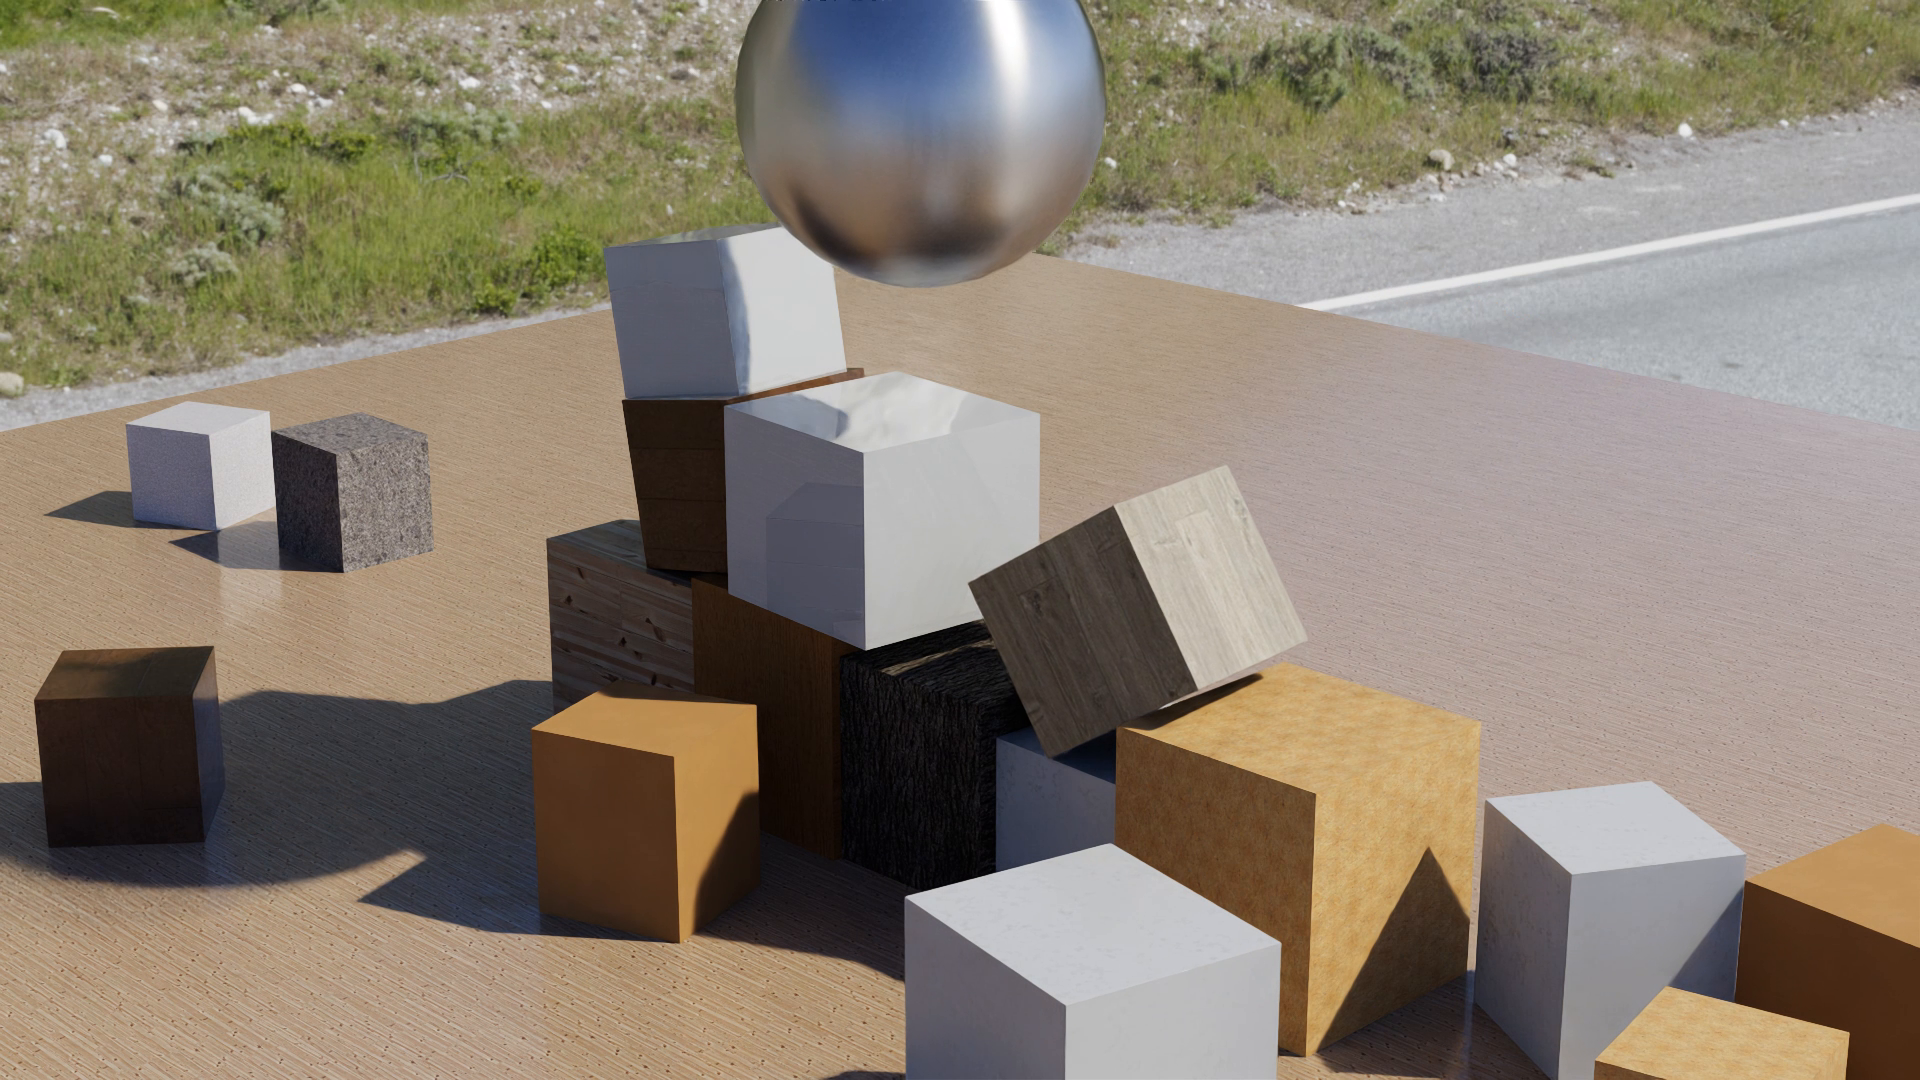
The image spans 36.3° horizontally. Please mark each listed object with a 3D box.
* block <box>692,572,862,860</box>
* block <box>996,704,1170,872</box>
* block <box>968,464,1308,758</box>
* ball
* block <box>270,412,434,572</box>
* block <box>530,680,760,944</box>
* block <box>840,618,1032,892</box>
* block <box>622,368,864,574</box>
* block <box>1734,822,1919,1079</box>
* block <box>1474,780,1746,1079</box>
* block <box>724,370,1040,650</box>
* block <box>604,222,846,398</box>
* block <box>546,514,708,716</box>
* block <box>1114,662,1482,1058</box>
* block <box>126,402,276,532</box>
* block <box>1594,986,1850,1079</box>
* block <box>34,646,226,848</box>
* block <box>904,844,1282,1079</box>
[{"bbox_3d":[-0.529,0.713,14.147,1.134,1.156,0.980,-17,24,-42],"label":"block"},{"bbox_3d":[0.738,1.255,12.975,0.872,0.825,0.763,-15,23,-40],"label":"block"},{"bbox_3d":[0.764,0.307,12.609,0.921,0.831,0.817,-29,-6,42],"label":"block"},{"bbox_3d":[-0.169,-1.884,12.572,1.600,1.600,1.600,0,17,0],"label":"ball"},{"bbox_3d":[-3.741,-0.302,18.061,0.649,0.746,0.735,-16,24,-41],"label":"block"},{"bbox_3d":[-1.391,1.197,13.079,0.733,0.874,0.698,8,19,25],"label":"block"},{"bbox_3d":[0.121,0.997,13.515,0.986,0.994,0.908,-17,24,-42],"label":"block"},{"bbox_3d":[-1.000,-0.350,14.287,0.874,0.834,0.797,-17,13,-42],"label":"block"},{"bbox_3d":[3.712,1.729,11.521,0.912,0.792,0.913,-14,22,-37],"label":"block"},{"bbox_3d":[2.605,1.572,11.833,0.747,0.906,0.783,-5,18,-14],"label":"block"},{"bbox_3d":[-0.359,-0.161,13.491,1.018,0.906,1.034,-14,22,-38],"label":"block"},{"bbox_3d":[-1.137,-1.123,14.215,0.785,0.735,0.747,1,13,41],"label":"block"},{"bbox_3d":[-1.313,0.524,14.898,0.997,1.068,1.202,-17,24,-42],"label":"block"},{"bbox_3d":[1.403,1.303,12.297,1.042,1.139,1.098,17,24,42],"label":"block"},{"bbox_3d":[-4.866,-0.480,18.817,0.651,0.633,0.616,8,19,23],"label":"block"},{"bbox_3d":[2.663,2.123,10.336,0.672,0.751,0.688,11,21,32],"label":"block"},{"bbox_3d":[-3.948,0.979,13.994,0.718,0.741,0.681,-2,18,-5],"label":"block"},{"bbox_3d":[0.466,1.858,10.705,0.921,1.035,1.048,-11,20,-31],"label":"block"}]
